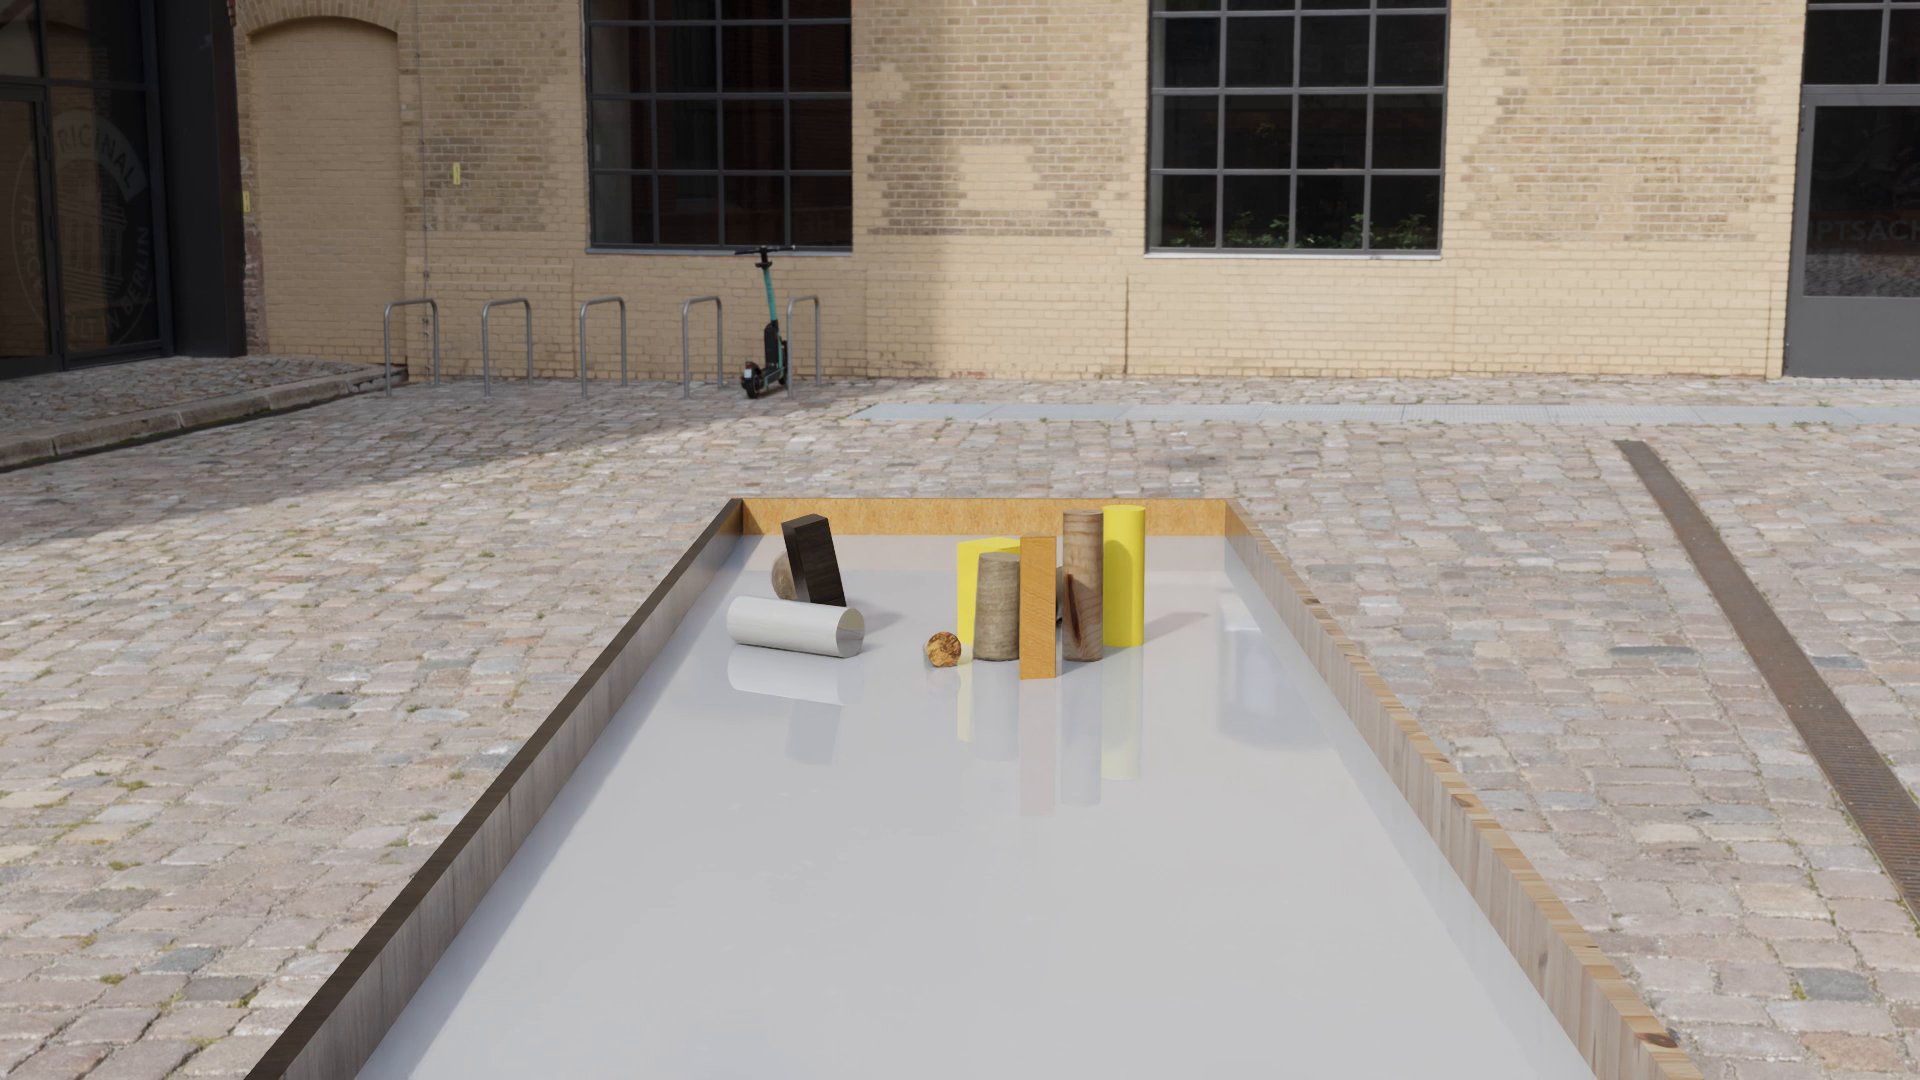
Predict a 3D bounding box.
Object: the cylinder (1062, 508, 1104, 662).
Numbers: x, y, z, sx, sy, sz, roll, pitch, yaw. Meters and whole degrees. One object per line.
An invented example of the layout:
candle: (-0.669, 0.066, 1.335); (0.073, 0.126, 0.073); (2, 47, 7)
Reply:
cylinder: (0.374, 0.138, 6.694); (0.125, 0.452, 0.125); (0, 9, 0)

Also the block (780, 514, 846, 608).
block: (-0.453, 0.122, 6.959); (0.115, 0.385, 0.115); (-18, 15, -23)

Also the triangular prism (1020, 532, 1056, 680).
triangular prism: (0.218, 0.191, 6.456); (0.107, 0.422, 0.093); (-2, 9, -11)

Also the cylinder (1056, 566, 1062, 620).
cylinder: (0.305, 0.190, 7.338); (0.148, 0.148, 0.408); (3, 9, 17)

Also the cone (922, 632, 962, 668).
cone: (-0.084, 0.329, 6.767); (0.107, 0.107, 0.347); (-2, 0, -12)

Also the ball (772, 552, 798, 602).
ball: (-0.536, 0.131, 7.497); (0.215, 0.215, 0.215); (0, 9, 0)

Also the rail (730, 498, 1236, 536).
rail: (0.099, -0.098, 9.147); (2.100, 0.150, 0.050); (0, 9, 1)

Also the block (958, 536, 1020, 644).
block: (0.118, 0.166, 6.947); (0.177, 0.318, 0.177); (-8, 12, -42)

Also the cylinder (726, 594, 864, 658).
cylinder: (-0.512, 0.267, 6.838); (0.419, 0.153, 0.153); (6, 11, 32)

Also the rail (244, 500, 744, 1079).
rail: (-1.004, 0.839, 3.234); (0.050, 0.150, 12.000); (0, 9, 1)

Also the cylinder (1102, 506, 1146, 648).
cylinder: (0.513, 0.113, 6.924); (0.136, 0.430, 0.136); (0, 9, 0)

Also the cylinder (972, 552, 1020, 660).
cylinder: (0.123, 0.202, 6.725); (0.153, 0.307, 0.153); (4, 9, -1)

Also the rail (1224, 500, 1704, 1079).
rail: (1.046, 0.843, 3.208); (0.050, 0.150, 12.000); (0, 9, 1)
